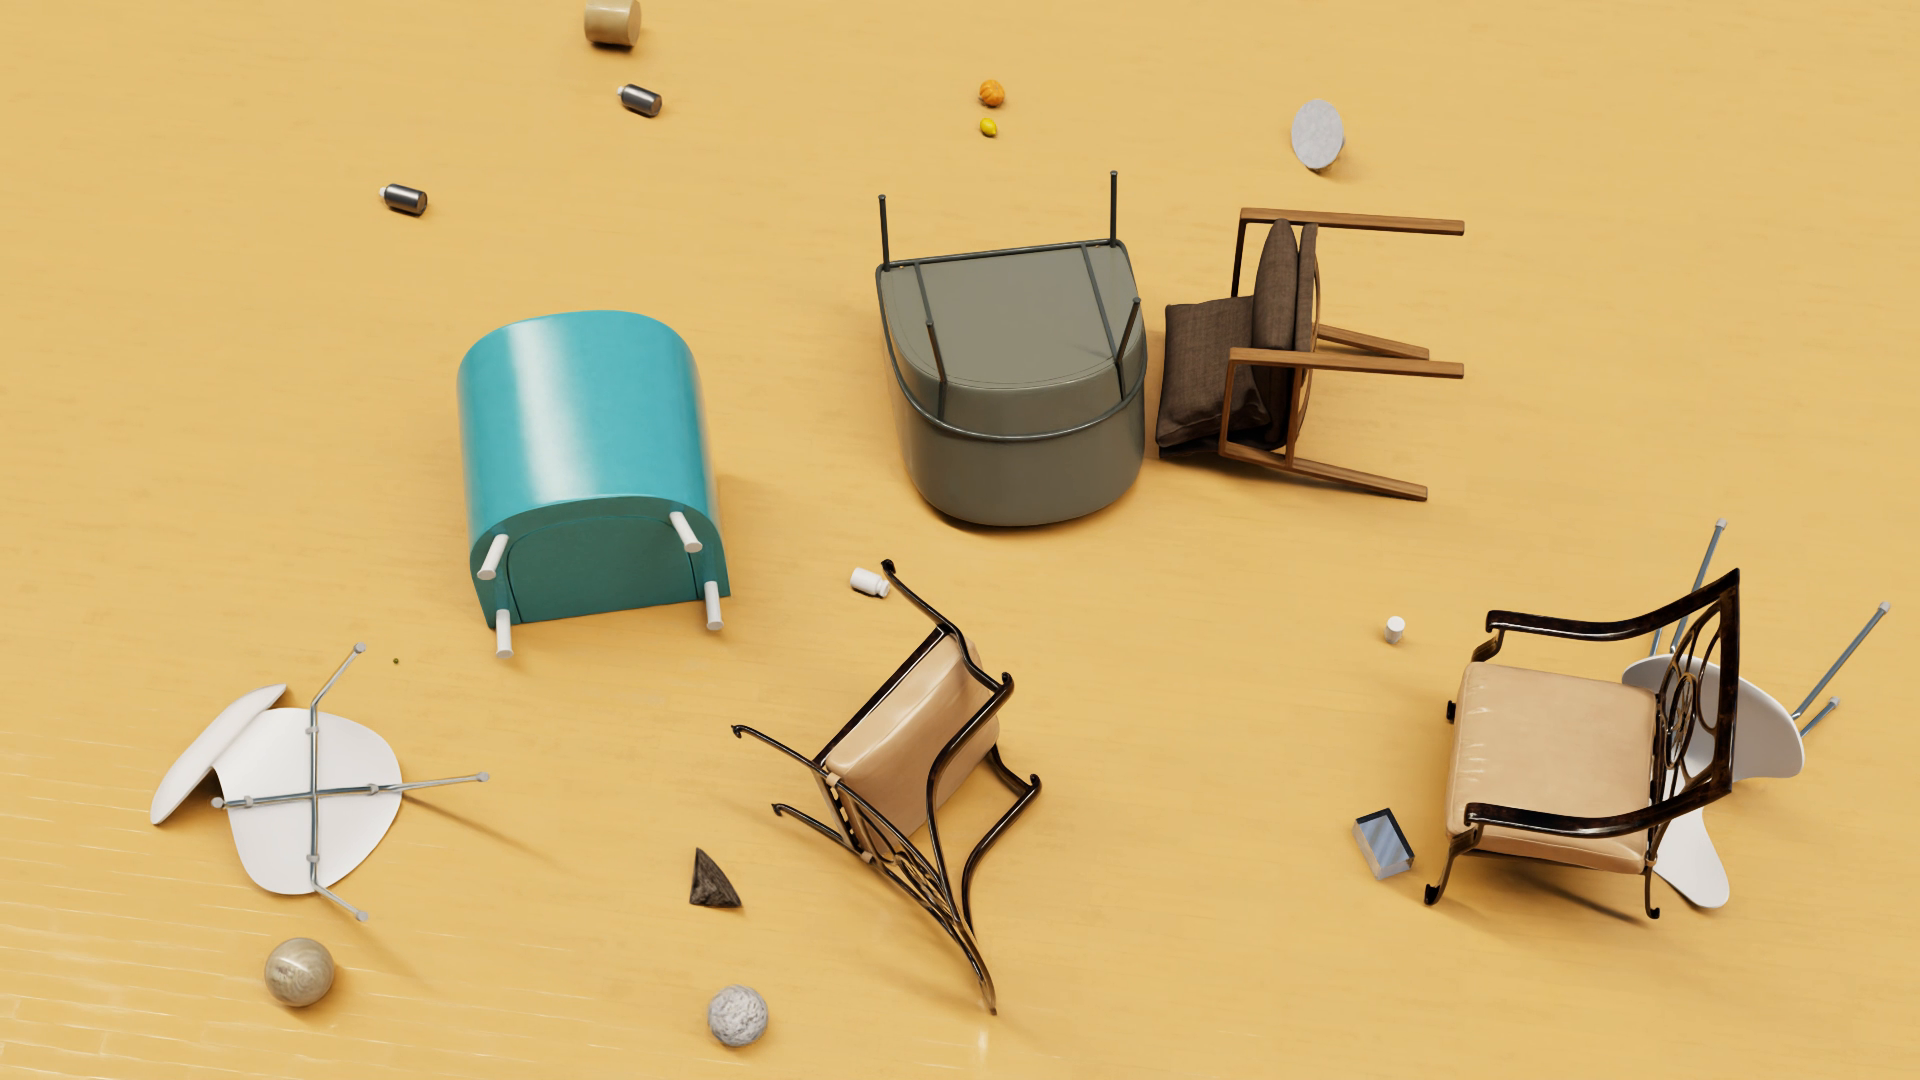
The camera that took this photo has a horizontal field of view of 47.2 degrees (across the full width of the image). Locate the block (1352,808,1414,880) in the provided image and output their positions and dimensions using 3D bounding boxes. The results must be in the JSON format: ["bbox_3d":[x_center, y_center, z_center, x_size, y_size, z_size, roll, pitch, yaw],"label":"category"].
[{"bbox_3d":[1.148,0.826,5.972,0.102,0.080,0.156,-17,58,-11],"label":"block"}]

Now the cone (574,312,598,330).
[{"bbox_3d":[-1.181,-0.713,7.037,0.084,0.056,0.058,24,33,9],"label":"cone"}]

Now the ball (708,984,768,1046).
[{"bbox_3d":[-0.573,1.223,5.660,0.155,0.155,0.155,0,56,0],"label":"ball"}]

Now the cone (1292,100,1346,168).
[{"bbox_3d":[1.256,-1.359,7.433,0.152,0.213,0.247,4,53,-41],"label":"cone"}]

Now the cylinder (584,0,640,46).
[{"bbox_3d":[-1.215,-1.818,7.693,0.156,0.172,0.162,8,94,5],"label":"cylinder"}]

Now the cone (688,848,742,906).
[{"bbox_3d":[-0.689,0.942,5.911,0.111,0.115,0.208,-42,65,6],"label":"cone"}]

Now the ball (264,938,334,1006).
[{"bbox_3d":[-1.717,1.122,5.714,0.177,0.177,0.177,0,56,0],"label":"ball"}]
